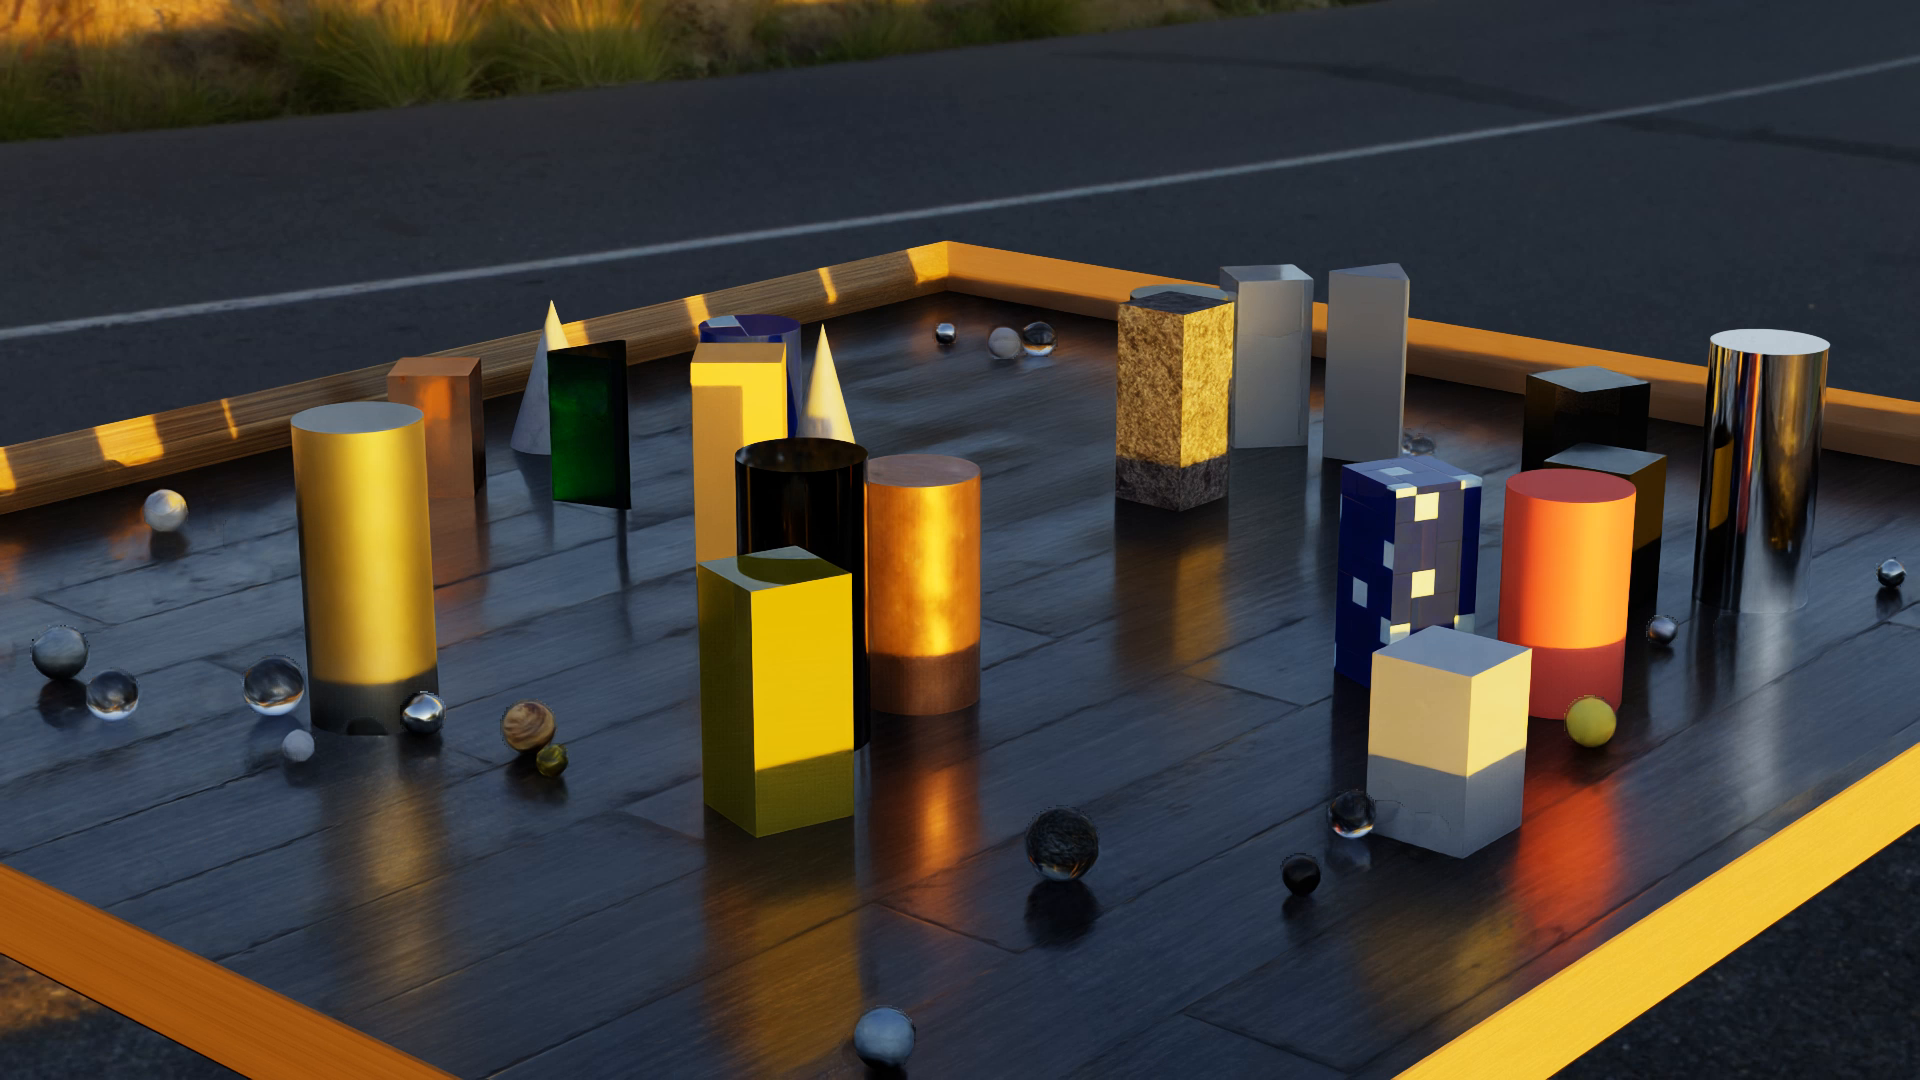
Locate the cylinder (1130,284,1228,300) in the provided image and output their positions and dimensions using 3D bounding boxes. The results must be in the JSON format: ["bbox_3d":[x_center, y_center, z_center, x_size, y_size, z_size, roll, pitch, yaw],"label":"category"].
[{"bbox_3d":[0.442,-0.336,5.979,0.197,0.339,0.197,0,17,0],"label":"cylinder"}]

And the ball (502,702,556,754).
[{"bbox_3d":[-0.644,0.281,4.384,0.079,0.079,0.079,0,17,0],"label":"ball"}]

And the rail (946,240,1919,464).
[{"bbox_3d":[1.244,-0.381,6.492,3.428,0.128,0.045,14,22,39],"label":"rail"}]

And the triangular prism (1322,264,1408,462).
[{"bbox_3d":[0.855,-0.363,5.987,0.171,0.386,0.148,10,19,29],"label":"triangular prism"}]

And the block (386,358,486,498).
[{"bbox_3d":[-1.028,-0.223,5.770,0.158,0.243,0.158,0,17,0],"label":"block"}]

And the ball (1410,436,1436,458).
[{"bbox_3d":[0.942,-0.185,5.974,0.054,0.054,0.054,0,17,0],"label":"ball"}]

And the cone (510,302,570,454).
[{"bbox_3d":[-0.842,-0.350,6.085,0.197,0.304,0.197,0,17,0],"label":"cone"}]

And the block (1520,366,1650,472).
[{"bbox_3d":[1.145,-0.144,5.389,0.158,0.313,0.158,-8,19,-26],"label":"block"}]

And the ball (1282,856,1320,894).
[{"bbox_3d":[0.453,0.445,3.888,0.051,0.051,0.051,0,17,0],"label":"ball"}]

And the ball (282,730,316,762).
[{"bbox_3d":[-0.982,0.306,4.354,0.048,0.048,0.048,0,17,0],"label":"ball"}]

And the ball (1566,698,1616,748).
[{"bbox_3d":[0.949,0.275,4.411,0.074,0.074,0.074,0,17,0],"label":"ball"}]

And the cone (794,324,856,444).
[{"bbox_3d":[-0.255,-0.215,5.487,0.197,0.391,0.197,0,17,0],"label":"cone"}]

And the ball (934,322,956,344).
[{"bbox_3d":[-0.034,-0.492,6.995,0.052,0.052,0.052,0,17,0],"label":"ball"}]

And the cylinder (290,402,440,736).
[{"bbox_3d":[-0.908,0.043,4.488,0.197,0.475,0.197,0,17,0],"label":"cylinder"}]

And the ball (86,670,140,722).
[{"bbox_3d":[-1.306,0.239,4.519,0.080,0.080,0.080,0,17,0],"label":"ball"}]

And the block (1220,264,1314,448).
[{"bbox_3d":[0.634,-0.384,6.118,0.158,0.352,0.158,-3,17,-9],"label":"block"}]

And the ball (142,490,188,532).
[{"bbox_3d":[-1.489,-0.055,5.493,0.081,0.081,0.081,0,17,0],"label":"ball"}]

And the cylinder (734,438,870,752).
[{"bbox_3d":[-0.234,0.086,4.395,0.197,0.445,0.197,0,17,0],"label":"cylinder"}]

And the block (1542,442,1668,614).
[{"bbox_3d":[1.108,-0.018,5.069,0.158,0.256,0.158,12,20,34],"label":"block"}]

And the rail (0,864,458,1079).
[{"bbox_3d":[-1.244,0.446,3.748,3.428,0.128,0.045,14,22,39],"label":"rail"}]

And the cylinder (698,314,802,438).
[{"bbox_3d":[-0.406,-0.253,5.704,0.197,0.338,0.197,0,17,0],"label":"cylinder"}]

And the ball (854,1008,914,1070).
[{"bbox_3d":[-0.088,0.580,3.406,0.071,0.071,0.071,0,17,0],"label":"ball"}]

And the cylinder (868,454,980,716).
[{"bbox_3d":[-0.066,0.068,4.591,0.197,0.367,0.197,0,17,0],"label":"cylinder"}]

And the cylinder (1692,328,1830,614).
[{"bbox_3d":[1.380,-0.120,5.061,0.197,0.455,0.197,0,17,0],"label":"cylinder"}]

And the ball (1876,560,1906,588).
[{"bbox_3d":[1.642,0.059,5.172,0.048,0.048,0.048,0,17,0],"label":"ball"}]

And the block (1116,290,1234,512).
[{"bbox_3d":[0.415,-0.271,5.682,0.158,0.386,0.158,14,22,39],"label":"block"}]

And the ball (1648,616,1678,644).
[{"bbox_3d":[1.168,0.151,4.872,0.046,0.046,0.046,0,17,0],"label":"ball"}]

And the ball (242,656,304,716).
[{"bbox_3d":[-1.062,0.227,4.539,0.093,0.093,0.093,0,17,0],"label":"ball"}]

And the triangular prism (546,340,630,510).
[{"bbox_3d":[-0.686,-0.230,5.701,0.171,0.296,0.148,7,18,22],"label":"triangular prism"}]

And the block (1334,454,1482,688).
[{"bbox_3d":[0.711,0.056,4.670,0.158,0.343,0.158,-8,18,-24],"label":"block"}]

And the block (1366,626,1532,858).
[{"bbox_3d":[0.678,0.278,4.074,0.158,0.263,0.158,14,22,39],"label":"block"}]

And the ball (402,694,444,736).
[{"bbox_3d":[-0.816,0.267,4.455,0.065,0.065,0.065,0,17,0],"label":"ball"}]

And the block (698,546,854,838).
[{"bbox_3d":[-0.259,0.211,4.130,0.158,0.359,0.158,-10,20,-31],"label":"block"}]

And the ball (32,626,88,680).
[{"bbox_3d":[-1.442,0.182,4.699,0.086,0.086,0.086,0,17,0],"label":"ball"}]

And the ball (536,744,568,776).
[{"bbox_3d":[-0.598,0.324,4.297,0.047,0.047,0.047,0,17,0],"label":"ball"}]

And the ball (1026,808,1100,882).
[{"bbox_3d":[0.137,0.408,3.926,0.099,0.099,0.099,0,17,0],"label":"ball"}]

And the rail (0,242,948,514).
[{"bbox_3d":[-1.276,-0.288,6.181,0.045,0.128,3.843,14,22,39],"label":"rail"}]

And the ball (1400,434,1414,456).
[{"bbox_3d":[0.917,-0.196,6.018,0.043,0.043,0.043,0,17,0],"label":"ball"}]

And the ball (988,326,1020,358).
[{"bbox_3d":[0.103,-0.461,6.851,0.075,0.075,0.075,0,17,0],"label":"ball"}]

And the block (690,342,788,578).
[{"bbox_3d":[-0.392,-0.144,5.251,0.158,0.392,0.158,0,17,0],"label":"block"}]

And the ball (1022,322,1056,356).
[{"bbox_3d":[0.185,-0.471,6.871,0.082,0.082,0.082,0,17,0],"label":"ball"}]

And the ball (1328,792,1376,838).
[{"bbox_3d":[0.544,0.382,4.071,0.065,0.065,0.065,0,17,0],"label":"ball"}]

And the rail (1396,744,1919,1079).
[{"bbox_3d":[1.276,0.352,4.059,0.045,0.128,3.843,14,22,39],"label":"rail"}]

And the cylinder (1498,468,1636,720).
[{"bbox_3d":[0.942,0.083,4.574,0.197,0.348,0.197,0,17,0],"label":"cylinder"}]
